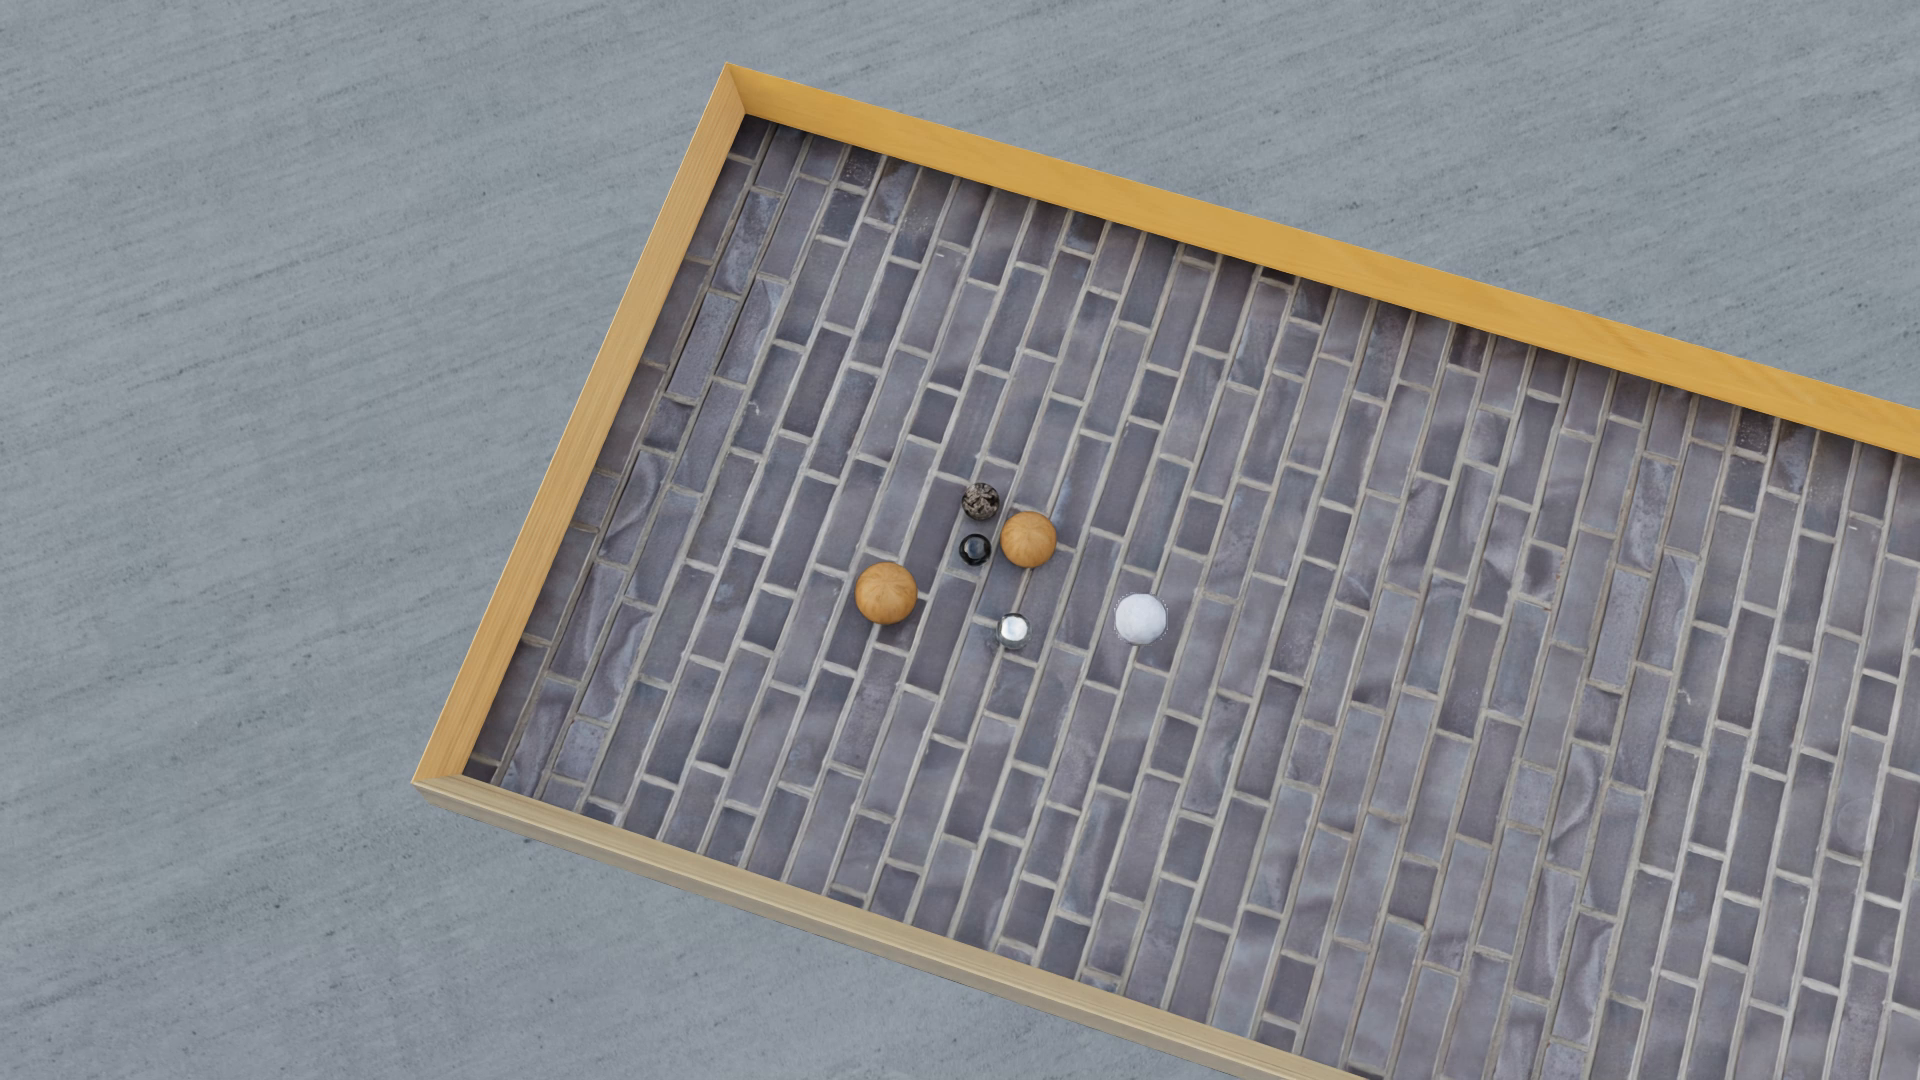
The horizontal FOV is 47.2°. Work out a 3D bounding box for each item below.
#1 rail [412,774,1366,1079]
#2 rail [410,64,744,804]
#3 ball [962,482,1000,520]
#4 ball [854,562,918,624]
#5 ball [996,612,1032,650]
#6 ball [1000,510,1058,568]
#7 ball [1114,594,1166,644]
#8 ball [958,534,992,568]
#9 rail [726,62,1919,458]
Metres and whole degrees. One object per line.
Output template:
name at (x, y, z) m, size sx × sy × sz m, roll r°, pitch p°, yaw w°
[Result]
rail at (0.398, 0.734, 3.150) m, size 2.527 × 0.128 × 0.045 m, roll 17°, pitch 70°, yaw 7°
rail at (-0.576, -0.191, 3.504) m, size 0.045 × 0.128 × 1.304 m, roll 17°, pitch 70°, yaw 7°
ball at (0.033, -0.061, 3.491) m, size 0.060 × 0.060 × 0.060 m, roll 0°, pitch 69°, yaw 0°
ball at (-0.115, 0.083, 3.416) m, size 0.099 × 0.099 × 0.099 m, roll 0°, pitch 69°, yaw 0°
ball at (0.084, 0.141, 3.415) m, size 0.058 × 0.058 × 0.058 m, roll 0°, pitch 69°, yaw 0°
ball at (0.108, -0.001, 3.452) m, size 0.090 × 0.090 × 0.090 m, roll 0°, pitch 69°, yaw 0°
ball at (0.280, 0.122, 3.411) m, size 0.080 × 0.080 × 0.080 m, roll 0°, pitch 69°, yaw 0°
ball at (0.025, 0.016, 3.466) m, size 0.053 × 0.053 × 0.053 m, roll 0°, pitch 69°, yaw 0°
rail at (0.799, -0.379, 3.576) m, size 2.527 × 0.128 × 0.045 m, roll 17°, pitch 70°, yaw 7°
